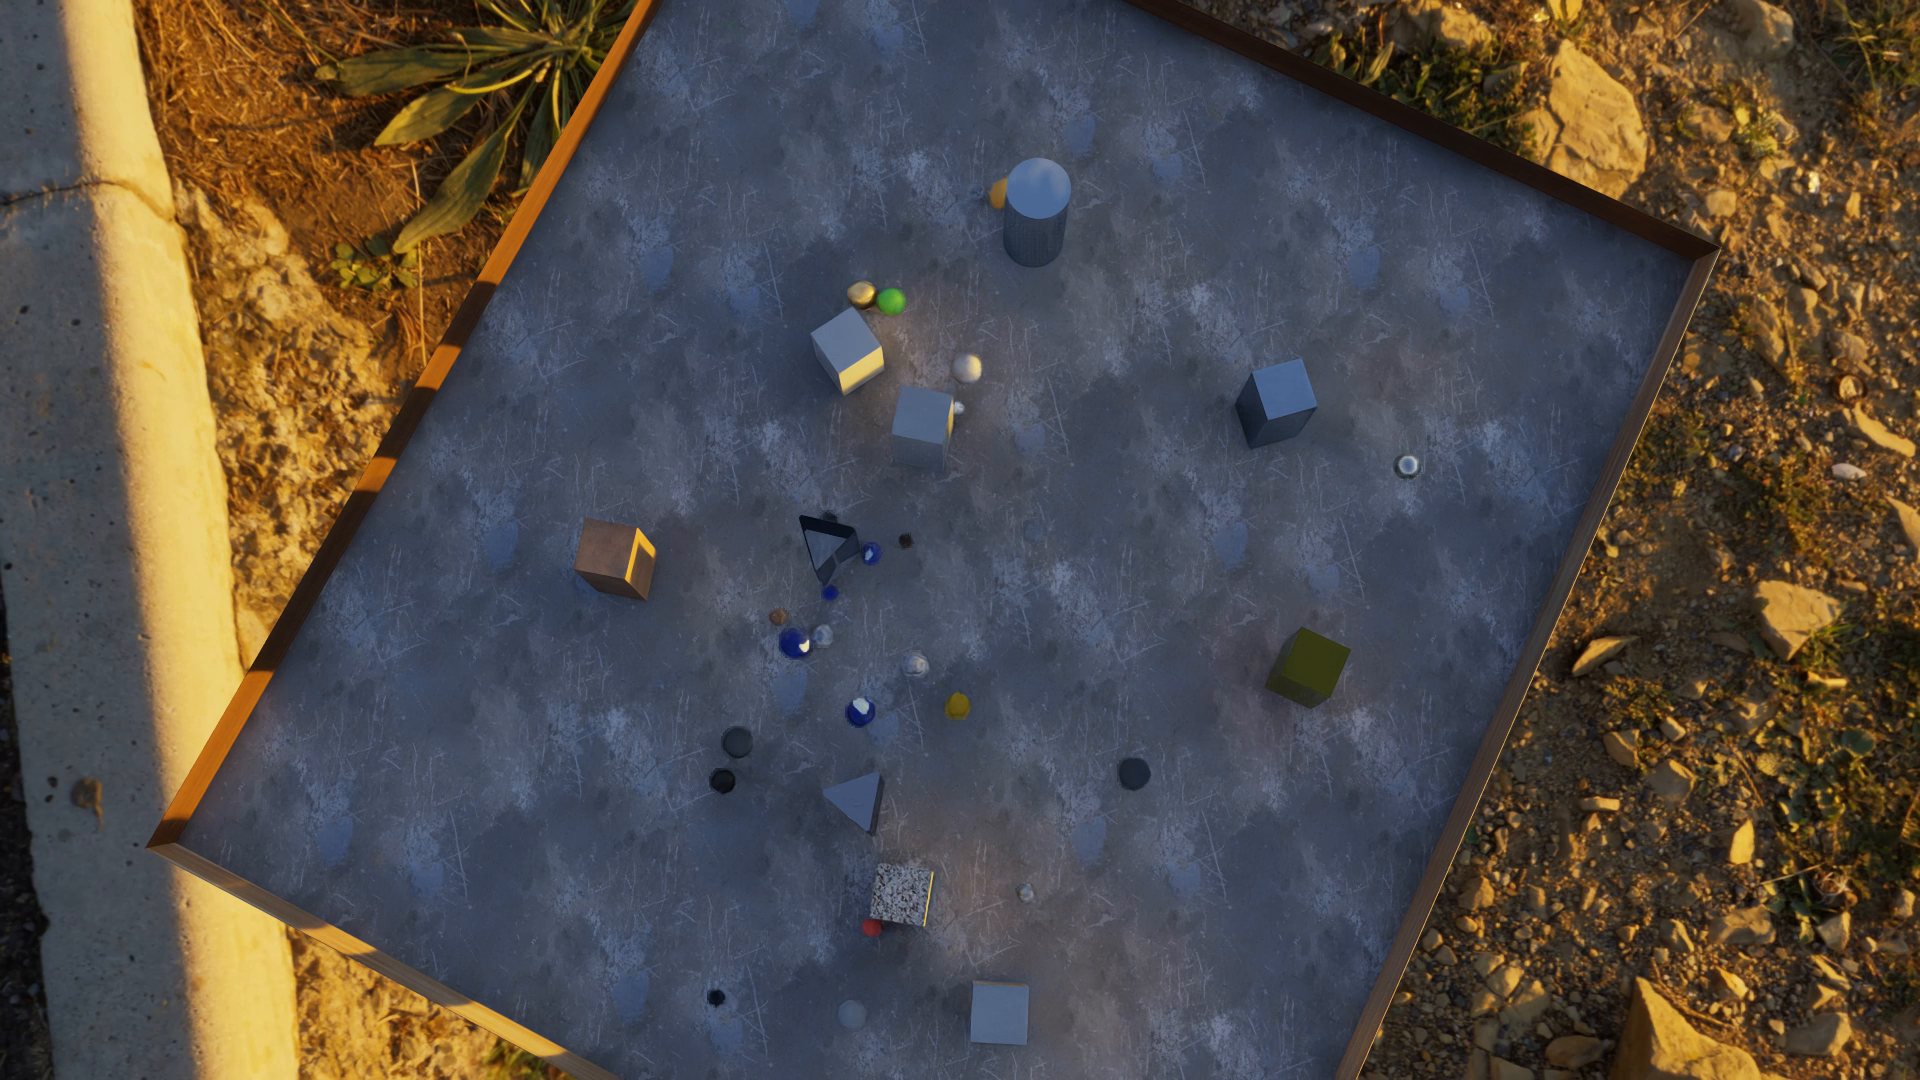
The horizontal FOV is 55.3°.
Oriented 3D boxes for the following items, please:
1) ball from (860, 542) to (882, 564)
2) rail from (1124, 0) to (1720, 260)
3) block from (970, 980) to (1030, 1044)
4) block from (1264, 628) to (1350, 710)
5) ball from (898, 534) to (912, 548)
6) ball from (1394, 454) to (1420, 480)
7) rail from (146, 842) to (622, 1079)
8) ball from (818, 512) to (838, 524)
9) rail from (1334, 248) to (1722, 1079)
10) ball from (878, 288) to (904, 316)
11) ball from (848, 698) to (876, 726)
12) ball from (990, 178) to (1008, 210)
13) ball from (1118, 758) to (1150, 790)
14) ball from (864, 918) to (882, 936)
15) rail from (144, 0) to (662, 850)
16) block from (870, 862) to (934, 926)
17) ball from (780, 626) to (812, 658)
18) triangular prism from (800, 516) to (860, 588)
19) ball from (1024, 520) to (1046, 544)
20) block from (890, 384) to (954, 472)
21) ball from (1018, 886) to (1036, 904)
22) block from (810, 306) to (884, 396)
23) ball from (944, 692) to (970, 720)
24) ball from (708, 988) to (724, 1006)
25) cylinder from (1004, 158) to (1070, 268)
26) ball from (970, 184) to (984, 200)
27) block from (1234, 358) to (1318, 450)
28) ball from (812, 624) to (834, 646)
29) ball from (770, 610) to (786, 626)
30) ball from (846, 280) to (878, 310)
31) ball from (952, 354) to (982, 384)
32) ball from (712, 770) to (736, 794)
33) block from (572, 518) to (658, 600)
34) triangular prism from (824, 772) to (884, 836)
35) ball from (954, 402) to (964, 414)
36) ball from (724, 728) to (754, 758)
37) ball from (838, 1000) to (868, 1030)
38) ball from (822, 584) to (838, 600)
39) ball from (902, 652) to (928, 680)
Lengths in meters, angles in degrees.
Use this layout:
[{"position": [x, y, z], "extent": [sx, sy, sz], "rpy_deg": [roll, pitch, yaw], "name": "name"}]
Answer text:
[{"position": [-0.270, 0.038, 5.563], "extent": [0.067, 0.067, 0.067], "rpy_deg": [0, 78, 0], "name": "ball"}, {"position": [0.829, -1.617, 5.886], "extent": [3.401, 0.125, 0.045], "rpy_deg": [26, 80, 5], "name": "rail"}, {"position": [0.109, 1.332, 5.179], "extent": [0.154, 0.318, 0.154], "rpy_deg": [3, 78, 1], "name": "block"}, {"position": [1.019, 0.379, 5.388], "extent": [0.154, 0.294, 0.154], "rpy_deg": [25, 79, 5], "name": "block"}, {"position": [-0.167, 0.002, 5.595], "extent": [0.042, 0.042, 0.042], "rpy_deg": [0, 78, 0], "name": "ball"}, {"position": [1.371, -0.225, 5.621], "extent": [0.083, 0.083, 0.083], "rpy_deg": [0, 78, 0], "name": "ball"}, {"position": [-0.829, 1.630, 5.214], "extent": [3.401, 0.125, 0.045], "rpy_deg": [26, 80, 5], "name": "rail"}, {"position": [-0.404, -0.053, 5.596], "extent": [0.062, 0.062, 0.062], "rpy_deg": [0, 78, 0], "name": "ball"}, {"position": [1.500, 0.741, 5.398], "extent": [0.045, 0.125, 3.755], "rpy_deg": [26, 80, 5], "name": "rail"}, {"position": [-0.216, -0.745, 5.727], "extent": [0.086, 0.086, 0.086], "rpy_deg": [0, 78, 0], "name": "ball"}, {"position": [-0.294, 0.512, 5.468], "extent": [0.085, 0.085, 0.085], "rpy_deg": [0, 78, 0], "name": "ball"}, {"position": [0.142, -1.094, 5.794], "extent": [0.095, 0.095, 0.095], "rpy_deg": [0, 78, 0], "name": "ball"}, {"position": [0.516, 0.692, 5.425], "extent": [0.096, 0.096, 0.096], "rpy_deg": [0, 78, 0], "name": "ball"}, {"position": [-0.254, 1.132, 5.354], "extent": [0.055, 0.055, 0.055], "rpy_deg": [0, 78, 0], "name": "ball"}, {"position": [-1.500, -0.728, 5.702], "extent": [0.045, 0.125, 3.755], "rpy_deg": [26, 80, 5], "name": "rail"}, {"position": [-0.166, 1.022, 5.274], "extent": [0.154, 0.256, 0.154], "rpy_deg": [9, 78, 2], "name": "block"}, {"position": [-0.491, 0.308, 5.504], "extent": [0.095, 0.095, 0.095], "rpy_deg": [0, 78, 0], "name": "ball"}, {"position": [-0.412, 0.010, 5.454], "extent": [0.144, 0.314, 0.166], "rpy_deg": [43, 81, 8], "name": "triangular prism"}, {"position": [0.229, -0.025, 5.585], "extent": [0.071, 0.071, 0.071], "rpy_deg": [0, 78, 0], "name": "ball"}, {"position": [-0.111, -0.334, 5.518], "extent": [0.154, 0.327, 0.154], "rpy_deg": [12, 79, 2], "name": "block"}, {"position": [0.194, 1.039, 5.375], "extent": [0.052, 0.052, 0.052], "rpy_deg": [0, 78, 0], "name": "ball"}, {"position": [-0.342, -0.576, 5.612], "extent": [0.154, 0.243, 0.154], "rpy_deg": [-34, 80, -7], "name": "block"}, {"position": [-0.007, 0.496, 5.474], "extent": [0.078, 0.078, 0.078], "rpy_deg": [0, 78, 0], "name": "ball"}, {"position": [-0.706, 1.327, 5.318], "extent": [0.046, 0.046, 0.046], "rpy_deg": [0, 78, 0], "name": "ball"}, {"position": [0.232, -0.997, 5.612], "extent": [0.192, 0.412, 0.192], "rpy_deg": [0, 78, 0], "name": "cylinder"}, {"position": [0.053, -1.106, 5.820], "extent": [0.050, 0.050, 0.050], "rpy_deg": [0, 78, 0], "name": "ball"}, {"position": [0.950, -0.407, 5.525], "extent": [0.154, 0.344, 0.154], "rpy_deg": [-16, 79, -3], "name": "block"}, {"position": [-0.414, 0.289, 5.523], "extent": [0.065, 0.065, 0.065], "rpy_deg": [0, 78, 0], "name": "ball"}, {"position": [-0.550, 0.235, 5.541], "extent": [0.052, 0.052, 0.052], "rpy_deg": [0, 78, 0], "name": "ball"}, {"position": [-0.306, -0.766, 5.727], "extent": [0.095, 0.095, 0.095], "rpy_deg": [0, 78, 0], "name": "ball"}, {"position": [0.021, -0.529, 5.677], "extent": [0.096, 0.096, 0.096], "rpy_deg": [0, 78, 0], "name": "ball"}, {"position": [-0.701, 0.715, 5.432], "extent": [0.071, 0.071, 0.071], "rpy_deg": [0, 78, 0], "name": "ball"}, {"position": [-1.015, 0.060, 5.419], "extent": [0.154, 0.363, 0.154], "rpy_deg": [11, 79, 2], "name": "block"}, {"position": [-0.273, 0.737, 5.281], "extent": [0.166, 0.358, 0.144], "rpy_deg": [40, 81, 8], "name": "triangular prism"}, {"position": [-0.006, -0.409, 5.679], "extent": [0.042, 0.042, 0.042], "rpy_deg": [0, 78, 0], "name": "ball"}, {"position": [-0.658, 0.602, 5.446], "extent": [0.090, 0.090, 0.090], "rpy_deg": [0, 78, 0], "name": "ball"}, {"position": [-0.309, 1.370, 5.289], "extent": [0.086, 0.086, 0.086], "rpy_deg": [0, 78, 0], "name": "ball"}, {"position": [-0.393, 0.160, 5.559], "extent": [0.047, 0.047, 0.047], "rpy_deg": [0, 78, 0], "name": "ball"}, {"position": [-0.134, 0.378, 5.496], "extent": [0.082, 0.082, 0.082], "rpy_deg": [0, 78, 0], "name": "ball"}]
